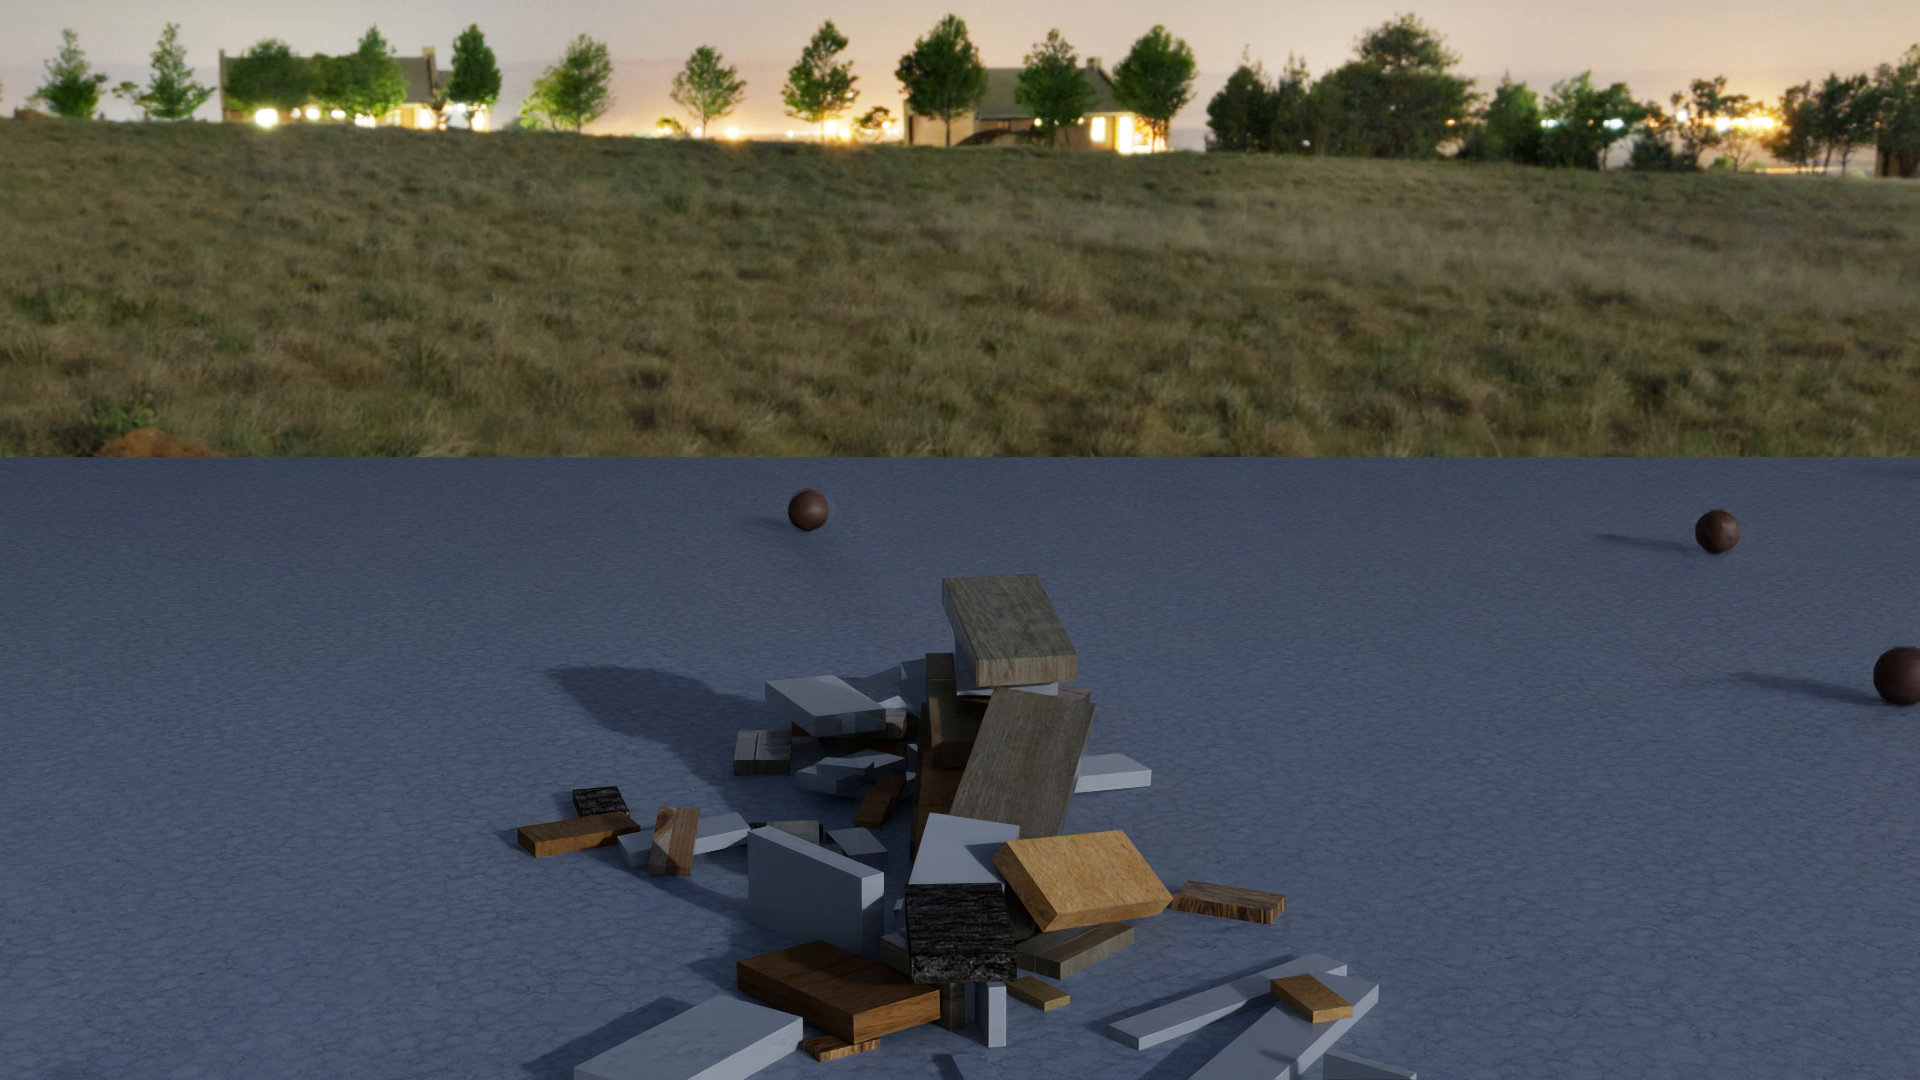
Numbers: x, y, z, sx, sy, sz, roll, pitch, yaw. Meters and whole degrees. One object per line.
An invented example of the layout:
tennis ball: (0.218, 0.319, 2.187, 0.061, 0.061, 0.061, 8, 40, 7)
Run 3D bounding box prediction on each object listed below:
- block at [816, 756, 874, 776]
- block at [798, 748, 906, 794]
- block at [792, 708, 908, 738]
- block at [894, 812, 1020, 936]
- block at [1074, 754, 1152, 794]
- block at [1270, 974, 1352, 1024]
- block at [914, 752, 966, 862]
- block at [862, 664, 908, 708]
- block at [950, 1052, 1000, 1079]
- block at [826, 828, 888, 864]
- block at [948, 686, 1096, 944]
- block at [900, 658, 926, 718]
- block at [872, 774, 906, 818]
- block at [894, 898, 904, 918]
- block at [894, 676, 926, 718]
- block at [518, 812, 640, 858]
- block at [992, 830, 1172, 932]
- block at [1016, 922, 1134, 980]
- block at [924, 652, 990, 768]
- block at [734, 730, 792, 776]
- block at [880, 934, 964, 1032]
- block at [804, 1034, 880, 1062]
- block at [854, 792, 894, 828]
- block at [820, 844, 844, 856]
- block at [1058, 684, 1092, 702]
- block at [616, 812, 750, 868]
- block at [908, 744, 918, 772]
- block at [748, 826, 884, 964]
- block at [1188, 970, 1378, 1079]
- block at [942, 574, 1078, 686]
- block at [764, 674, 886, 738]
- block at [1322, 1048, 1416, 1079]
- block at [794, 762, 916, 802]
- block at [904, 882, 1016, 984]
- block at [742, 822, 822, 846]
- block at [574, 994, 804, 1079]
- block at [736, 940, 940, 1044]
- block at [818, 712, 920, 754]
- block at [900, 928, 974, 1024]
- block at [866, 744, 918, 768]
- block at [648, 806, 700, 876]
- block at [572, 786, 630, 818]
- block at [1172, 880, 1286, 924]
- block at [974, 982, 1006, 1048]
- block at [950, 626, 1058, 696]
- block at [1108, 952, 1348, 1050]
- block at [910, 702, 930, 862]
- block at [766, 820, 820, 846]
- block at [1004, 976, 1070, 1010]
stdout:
block: (-0.217, 0.429, 4.175, 0.098, 0.014, 0.049, 4, 11, 18)
block: (-0.205, 0.443, 4.214, 0.098, 0.028, 0.195, 9, 14, 40)
block: (-0.227, 0.378, 4.553, 0.229, 0.032, 0.114, 1, 11, 4)
block: (-0.004, 0.544, 3.405, 0.146, 0.041, 0.292, 8, 35, 8)
block: (0.243, 0.453, 4.265, 0.229, 0.032, 0.114, -2, 12, -28)
block: (0.500, 0.653, 3.132, 0.063, 0.018, 0.125, -4, 11, -20)
block: (0.018, 0.488, 3.744, 0.178, 0.050, 0.356, 2, 30, 1)
block: (-0.146, 0.326, 4.800, 0.114, 0.032, 0.371, -21, 7, -4)
block: (0.021, 0.715, 2.958, 0.047, 0.013, 0.095, -2, 11, -13)
block: (-0.182, 0.541, 3.879, 0.072, 0.020, 0.143, -4, 11, -19)
block: (0.083, 0.446, 3.634, 0.180, 0.051, 0.567, 9, 35, 10)
block: (-0.018, 0.308, 4.190, 0.129, 0.037, 0.258, -9, 32, -12)
block: (-0.139, 0.479, 4.121, 0.053, 0.015, 0.105, 3, 33, 15)
block: (-0.054, 0.589, 3.568, 0.103, 0.015, 0.051, -13, 9, 9)
block: (-0.080, 0.296, 4.163, 0.053, 0.015, 0.105, -15, 34, -21)
block: (-0.682, 0.526, 3.936, 0.195, 0.028, 0.098, -6, 12, -29)
block: (0.196, 0.535, 3.468, 0.292, 0.041, 0.146, 3, 41, -48)
block: (0.173, 0.627, 3.395, 0.097, 0.028, 0.194, 8, 13, 38)
block: (0.031, 0.305, 3.991, 0.178, 0.050, 0.356, 0, 23, -3)
block: (-0.397, 0.429, 4.449, 0.110, 0.031, 0.220, -1, 11, -3)
block: (-0.055, 0.637, 3.174, 0.025, 0.088, 0.175, -8, 13, -35)
block: (-0.164, 0.699, 3.045, 0.094, 0.013, 0.047, -6, 12, -31)
block: (-0.159, 0.498, 4.054, 0.049, 0.014, 0.098, 2, 26, 13)
block: (-0.241, 0.562, 3.750, 0.092, 0.026, 0.184, -2, 11, -9)
block: (0.111, 0.386, 4.516, 0.153, 0.043, 0.713, 12, 11, 15)
block: (-0.485, 0.527, 3.872, 0.219, 0.028, 0.098, -10, 13, -18)
block: (-0.080, 0.440, 4.330, 0.015, 0.053, 0.105, -4, 11, -20)
block: (-0.228, 0.557, 3.435, 0.042, 0.149, 0.299, -9, 14, -39)
block: (0.403, 0.707, 2.965, 0.097, 0.028, 0.645, 6, 12, 30)
block: (0.086, 0.160, 4.009, 0.180, 0.051, 0.360, -3, 23, -10)
block: (-0.281, 0.341, 4.544, 0.153, 0.043, 0.306, -5, 12, -23)
block: (0.531, 0.709, 2.859, 0.125, 0.063, 0.018, 8, 13, 37)
block: (-0.196, 0.466, 4.252, 0.221, 0.031, 0.110, 6, 12, 29)
block: (-0.002, 0.568, 3.194, 0.146, 0.041, 0.292, -1, 11, -3)
block: (-0.321, 0.529, 3.943, 0.143, 0.020, 0.072, 0, 11, 3)
block: (-0.363, 0.698, 2.972, 0.149, 0.042, 0.299, 7, 13, 33)
block: (-0.179, 0.651, 3.184, 0.149, 0.042, 0.299, -8, 10, -37)
block: (-0.176, 0.401, 4.602, 0.220, 0.031, 0.110, -9, 14, -39)
block: (-0.034, 0.632, 3.201, 0.025, 0.088, 0.175, -6, 12, -30)
block: (-0.106, 0.436, 4.436, 0.167, 0.024, 0.084, 1, 11, 3)
block: (-0.494, 0.521, 3.806, 0.072, 0.020, 0.143, 4, 37, -1)
block: (-0.670, 0.497, 4.103, 0.084, 0.024, 0.167, -3, 11, -16)
block: (0.439, 0.592, 3.594, 0.167, 0.024, 0.084, 5, 12, 25)
block: (0.034, 0.645, 3.131, 0.025, 0.088, 0.176, -2, 11, -11)
block: (0.077, 0.185, 4.082, 0.180, 0.051, 0.360, 0, 23, -3)
block: (0.395, 0.668, 3.199, 0.433, 0.018, 0.063, -9, 14, -39)
block: (0.010, 0.432, 3.935, 0.178, 0.050, 0.356, 2, 38, 2)
block: (-0.289, 0.526, 3.799, 0.092, 0.026, 0.184, -1, 11, -4)
block: (0.113, 0.665, 3.229, 0.047, 0.013, 0.095, -8, 13, -35)
